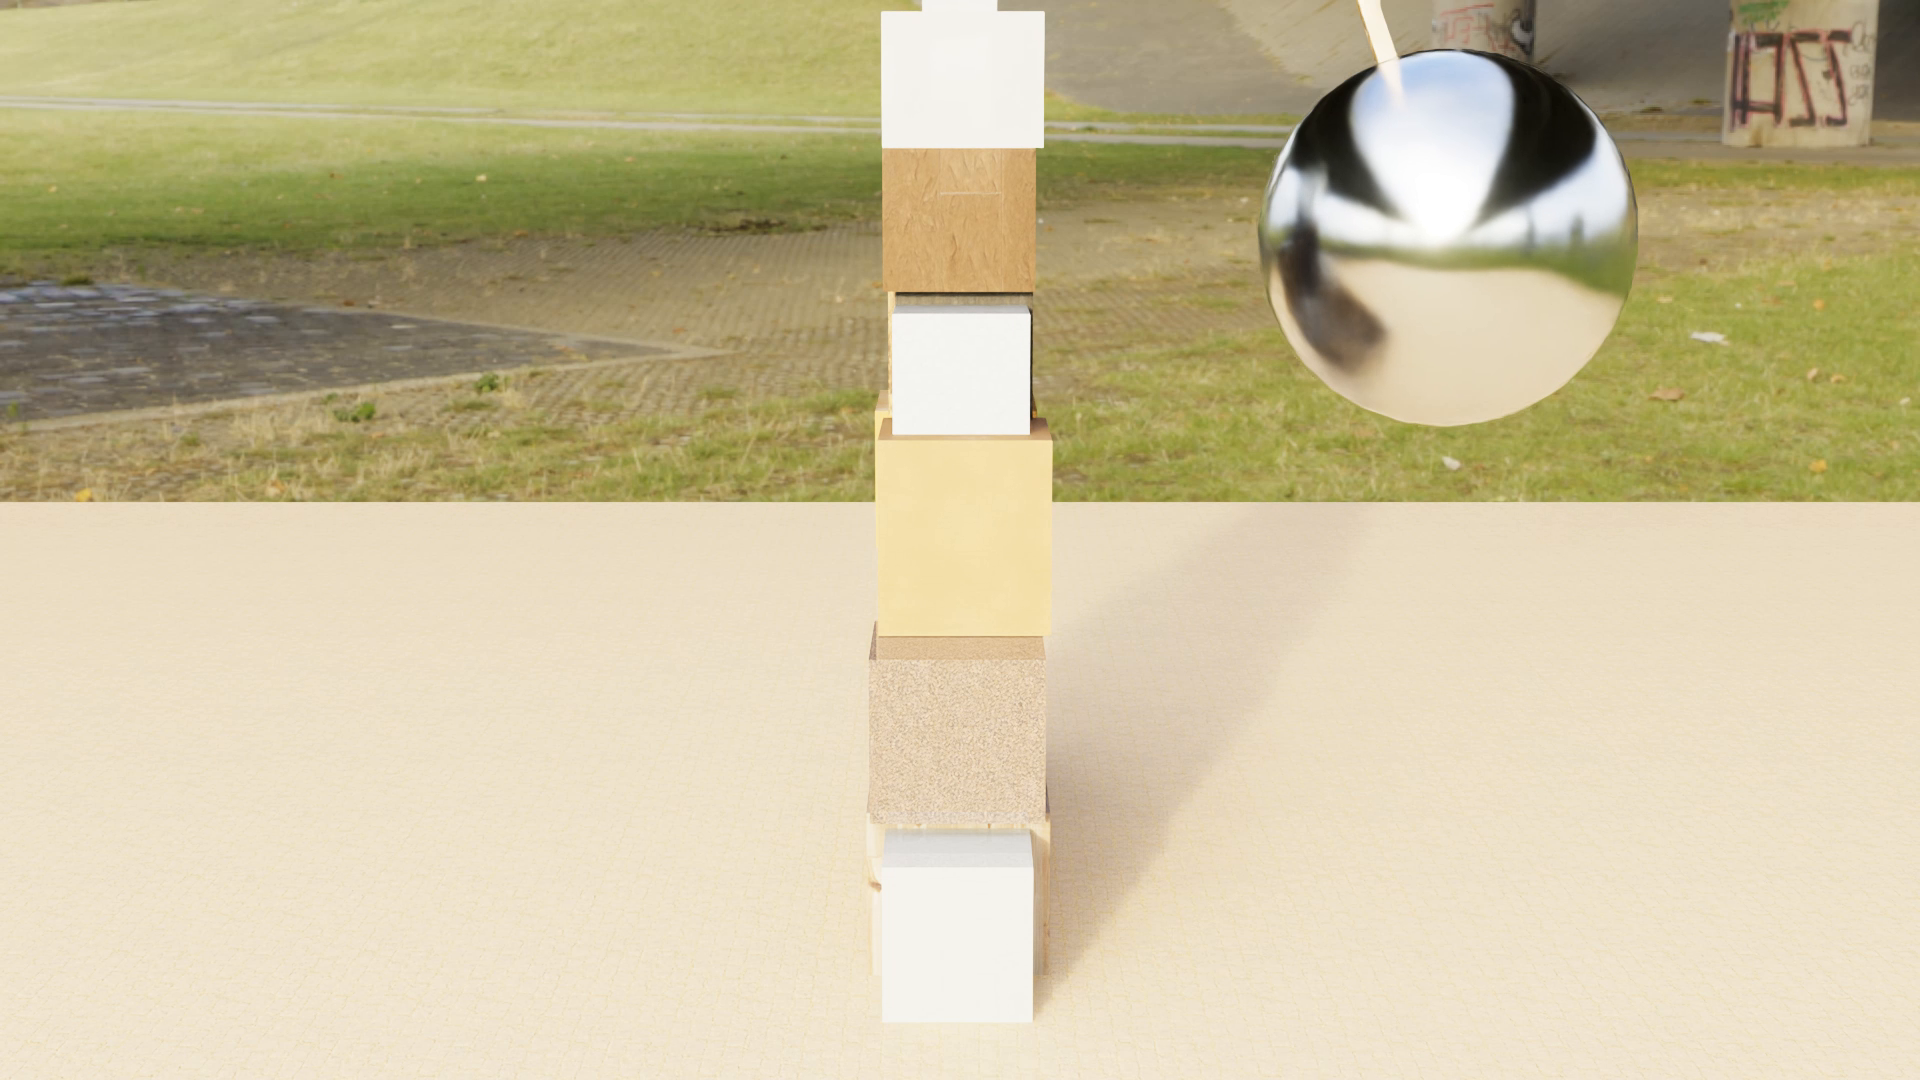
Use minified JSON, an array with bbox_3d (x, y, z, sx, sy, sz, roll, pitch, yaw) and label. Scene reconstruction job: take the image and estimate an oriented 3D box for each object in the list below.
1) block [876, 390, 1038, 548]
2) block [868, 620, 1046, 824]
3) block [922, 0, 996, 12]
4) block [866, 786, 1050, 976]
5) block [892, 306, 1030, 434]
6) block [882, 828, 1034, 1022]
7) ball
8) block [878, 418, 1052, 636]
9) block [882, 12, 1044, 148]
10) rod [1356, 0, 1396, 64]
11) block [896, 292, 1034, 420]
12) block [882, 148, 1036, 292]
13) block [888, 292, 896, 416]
[{"bbox_3d":[-0.017,-0.337,11.834,0.721,0.618,0.773,0,10,0],"label":"block"},{"bbox_3d":[-0.010,0.710,10.151,0.675,0.646,0.705,0,10,0],"label":"block"},{"bbox_3d":[-0.001,-2.365,10.795,0.310,0.301,0.310,0,9,0],"label":"block"},{"bbox_3d":[-0.007,1.326,10.421,0.718,0.663,0.730,0,10,0],"label":"block"},{"bbox_3d":[0.005,-0.695,10.399,0.545,0.478,0.465,0,9,0],"label":"block"},{"bbox_3d":[-0.009,1.467,9.811,0.562,0.604,0.500,0,10,0],"label":"block"},{"bbox_3d":[2.074,-1.285,10.947,1.600,1.600,1.600,0,10,0],"label":"ball"},{"bbox_3d":[0.019,-0.068,10.458,0.683,0.778,0.770,0,9,0],"label":"block"},{"bbox_3d":[0.012,-1.943,10.869,0.670,0.554,0.556,0,9,0],"label":"block"},{"bbox_3d":[0.899,-4.424,10.376,0.080,5.200,0.080,-20,10,4],"label":"rod"},{"bbox_3d":[0.017,-0.811,10.920,0.570,0.540,0.583,0,9,0],"label":"block"},{"bbox_3d":[-0.004,-1.349,10.738,0.622,0.580,0.613,0,9,0],"label":"block"},{"bbox_3d":[0.001,-0.943,11.562,0.629,0.673,0.715,0,10,0],"label":"block"}]
